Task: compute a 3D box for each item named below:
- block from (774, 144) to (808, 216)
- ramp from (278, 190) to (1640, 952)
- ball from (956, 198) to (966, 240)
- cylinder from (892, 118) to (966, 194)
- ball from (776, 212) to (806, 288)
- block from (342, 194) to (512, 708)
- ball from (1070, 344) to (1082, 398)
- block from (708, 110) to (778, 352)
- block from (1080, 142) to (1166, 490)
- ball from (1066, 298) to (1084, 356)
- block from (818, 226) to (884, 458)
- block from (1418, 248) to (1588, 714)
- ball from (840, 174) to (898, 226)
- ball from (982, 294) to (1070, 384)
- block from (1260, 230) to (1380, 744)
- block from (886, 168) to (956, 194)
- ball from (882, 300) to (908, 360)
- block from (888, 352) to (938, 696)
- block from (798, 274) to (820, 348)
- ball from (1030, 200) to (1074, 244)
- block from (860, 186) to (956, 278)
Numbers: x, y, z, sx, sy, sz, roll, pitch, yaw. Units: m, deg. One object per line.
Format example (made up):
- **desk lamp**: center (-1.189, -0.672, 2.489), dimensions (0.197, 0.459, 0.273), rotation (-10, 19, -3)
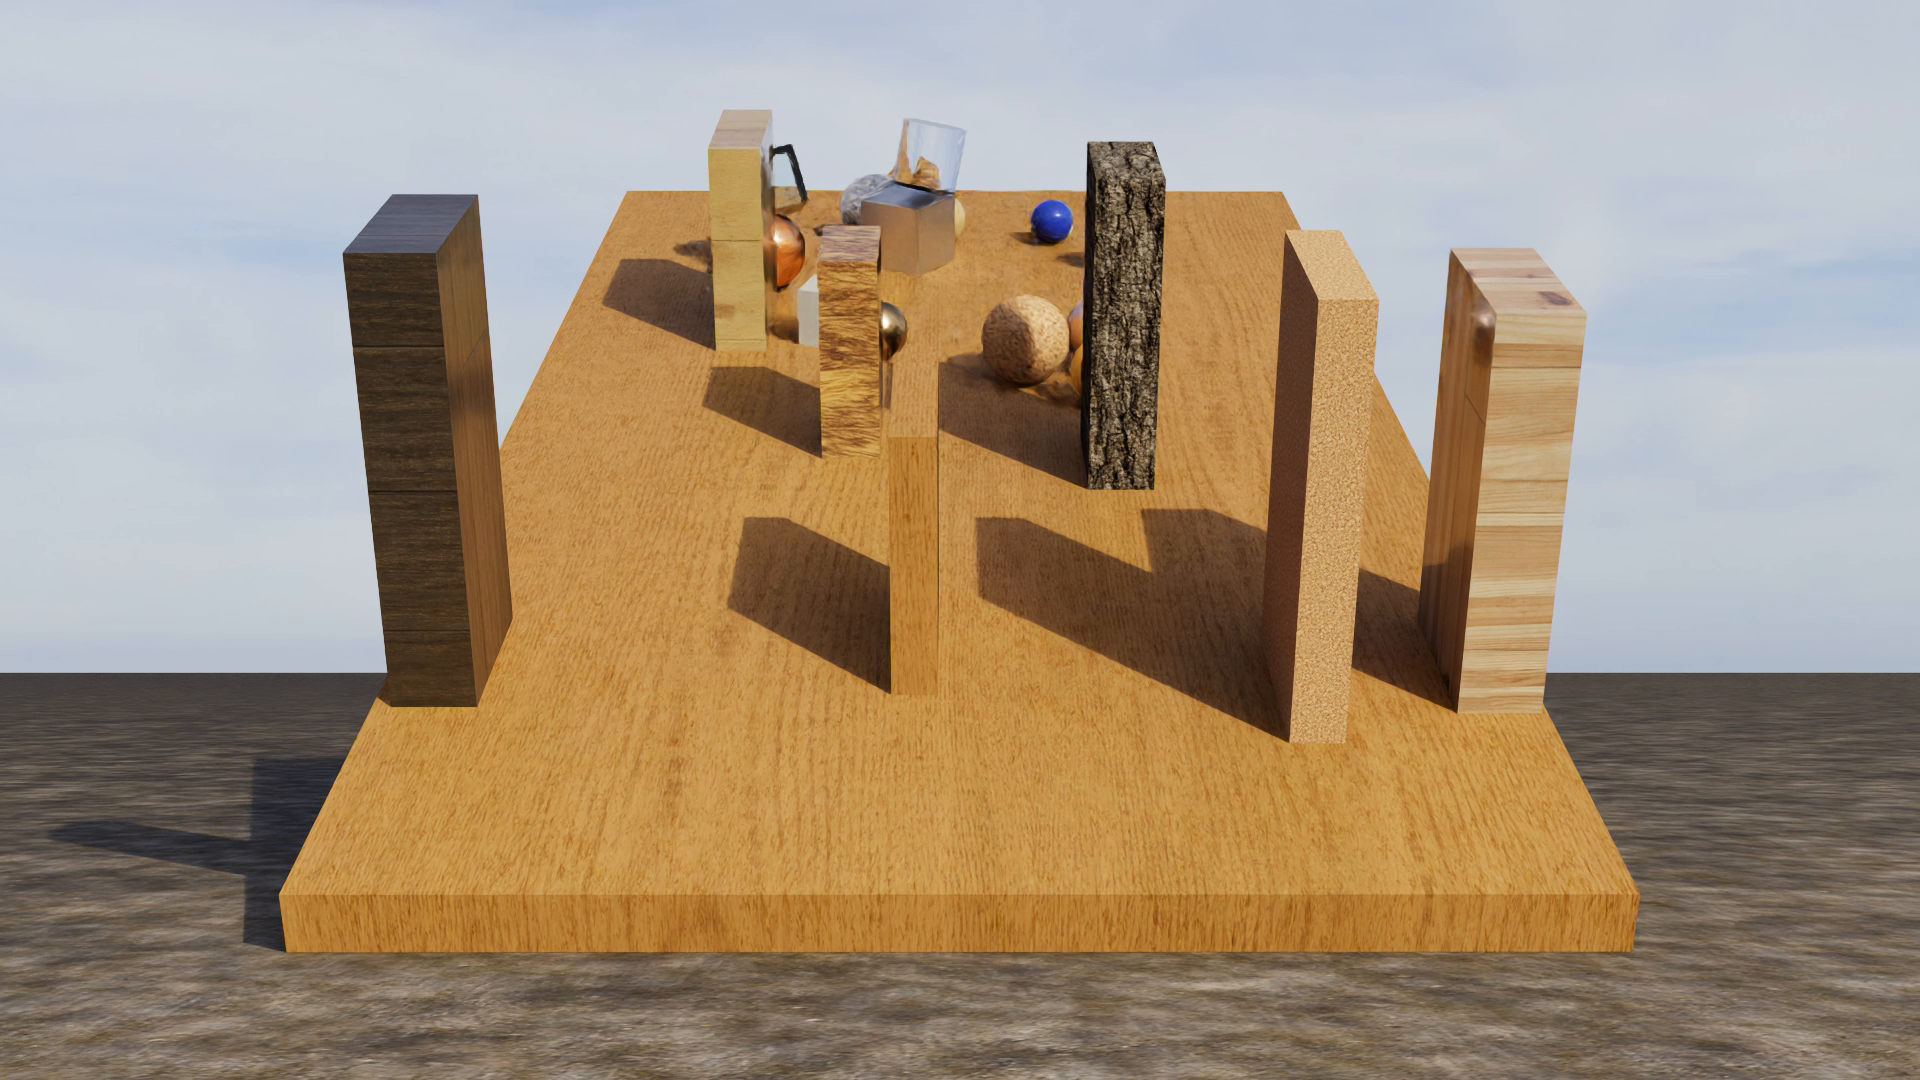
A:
- **block**: center (-0.513, -0.952, 6.211), dimensions (0.156, 0.156, 0.156), rotation (-16, -1, -12)
- **ramp**: center (-0.008, -0.227, 5.259), dimensions (2.000, 0.100, 4.000), rotation (0, 23, 0)
- **ball**: center (-0.063, -0.895, 6.476), dimensions (0.160, 0.160, 0.160), rotation (0, -3, 0)
- **cylinder**: center (-0.083, -1.035, 6.252), dimensions (0.172, 0.172, 0.172), rotation (11, 14, -3)
- **ball**: center (-0.510, -0.764, 6.112), dimensions (0.208, 0.208, 0.208), rotation (0, -3, 0)
- **block**: center (-0.896, -0.153, 3.949), dimensions (0.146, 0.800, 0.354), rotation (0, 23, 0)
- **ball**: center (0.336, -0.386, 5.289), dimensions (0.170, 0.170, 0.170), rotation (0, -3, 0)
- **block**: center (-0.536, -0.776, 5.767), dimensions (0.123, 0.503, 0.414), rotation (0, 23, 0)
- **block**: center (0.338, -0.473, 4.870), dimensions (0.139, 0.663, 0.320), rotation (0, 23, 0)
- **ball**: center (0.347, -0.494, 5.506), dimensions (0.197, 0.197, 0.197), rotation (0, -3, 0)
- **block**: center (-0.236, -0.433, 5.053), dimensions (0.125, 0.443, 0.276), rotation (0, 23, 0)
- **block**: center (0.916, -0.104, 3.961), dimensions (0.143, 0.710, 0.368), rotation (0, 23, 0)
- **ball**: center (-0.241, -0.934, 6.525), dimensions (0.195, 0.195, 0.195), rotation (0, -3, 0)
- **ball**: center (0.154, -0.471, 5.438), dimensions (0.208, 0.208, 0.208), rotation (0, -3, 0)
- **block**: center (0.591, -0.092, 3.859), dimensions (0.093, 0.766, 0.387), rotation (0, 23, 0)
- **block**: center (-0.116, -0.993, 6.644), dimensions (0.148, 0.148, 0.148), rotation (9, 40, 27)
- **ball**: center (-0.198, -0.505, 5.595), dimensions (0.145, 0.145, 0.145), rotation (0, -3, 0)
- **block**: center (-0.079, -0.037, 4.095), dimensions (0.080, 0.475, 0.432), rotation (0, 23, 0)
- **block**: center (-0.311, -0.565, 5.734), dimensions (0.143, 0.143, 0.143), rotation (5, 24, 12)
- **ball**: center (0.259, -0.896, 6.528), dimensions (0.124, 0.124, 0.124), rotation (0, -3, 0)
- **block**: center (-0.141, -0.845, 6.328), dimensions (0.186, 0.186, 0.186), rotation (14, 27, 29)
